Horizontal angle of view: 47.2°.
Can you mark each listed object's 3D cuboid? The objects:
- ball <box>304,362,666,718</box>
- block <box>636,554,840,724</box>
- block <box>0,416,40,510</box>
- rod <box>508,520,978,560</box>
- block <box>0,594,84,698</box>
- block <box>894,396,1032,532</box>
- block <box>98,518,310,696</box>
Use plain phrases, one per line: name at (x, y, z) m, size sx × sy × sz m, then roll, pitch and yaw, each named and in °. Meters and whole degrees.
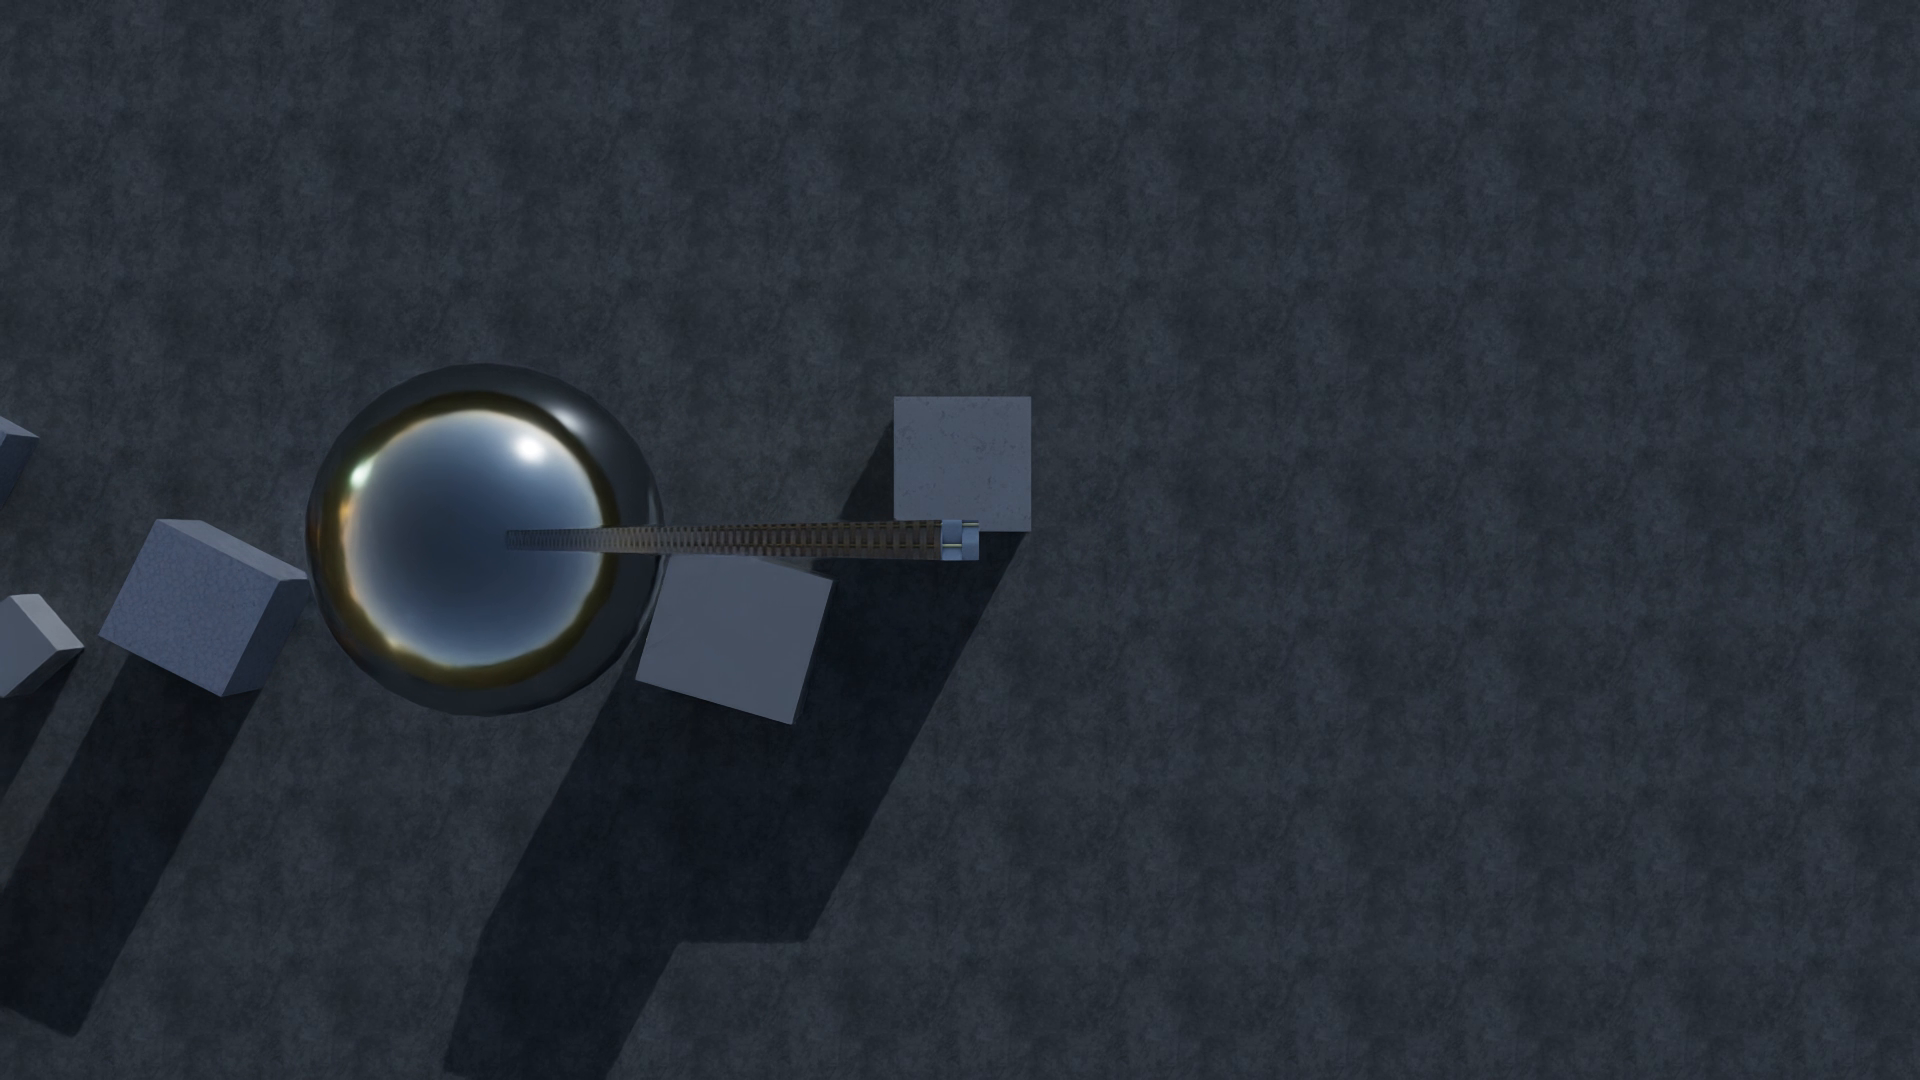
ball at (-2.135, 0.000, 9.943) m, size 1.600 × 1.600 × 1.600 m, roll 0°, pitch 90°, yaw 0°
block at (-1.252, 0.500, 12.590) m, size 0.902 × 0.821 × 0.831 m, roll 16°, pitch 90°, yaw 0°
block at (-5.772, -0.507, 12.775) m, size 0.494 × 0.451 × 0.494 m, roll 29°, pitch 90°, yaw 0°
rod at (-0.925, 0.000, 6.765) m, size 0.080 × 5.200 × 0.080 m, roll 0°, pitch 90°, yaw -21°
block at (-5.467, 0.612, 12.803) m, size 0.416 × 0.394 × 0.420 m, roll -41°, pitch 90°, yaw 0°
block at (0.014, -0.420, 12.578) m, size 0.760 × 0.844 × 0.745 m, roll 0°, pitch 90°, yaw 0°
block at (-4.306, 0.380, 12.638) m, size 0.770 × 0.724 × 0.726 m, roll 27°, pitch 90°, yaw 0°
